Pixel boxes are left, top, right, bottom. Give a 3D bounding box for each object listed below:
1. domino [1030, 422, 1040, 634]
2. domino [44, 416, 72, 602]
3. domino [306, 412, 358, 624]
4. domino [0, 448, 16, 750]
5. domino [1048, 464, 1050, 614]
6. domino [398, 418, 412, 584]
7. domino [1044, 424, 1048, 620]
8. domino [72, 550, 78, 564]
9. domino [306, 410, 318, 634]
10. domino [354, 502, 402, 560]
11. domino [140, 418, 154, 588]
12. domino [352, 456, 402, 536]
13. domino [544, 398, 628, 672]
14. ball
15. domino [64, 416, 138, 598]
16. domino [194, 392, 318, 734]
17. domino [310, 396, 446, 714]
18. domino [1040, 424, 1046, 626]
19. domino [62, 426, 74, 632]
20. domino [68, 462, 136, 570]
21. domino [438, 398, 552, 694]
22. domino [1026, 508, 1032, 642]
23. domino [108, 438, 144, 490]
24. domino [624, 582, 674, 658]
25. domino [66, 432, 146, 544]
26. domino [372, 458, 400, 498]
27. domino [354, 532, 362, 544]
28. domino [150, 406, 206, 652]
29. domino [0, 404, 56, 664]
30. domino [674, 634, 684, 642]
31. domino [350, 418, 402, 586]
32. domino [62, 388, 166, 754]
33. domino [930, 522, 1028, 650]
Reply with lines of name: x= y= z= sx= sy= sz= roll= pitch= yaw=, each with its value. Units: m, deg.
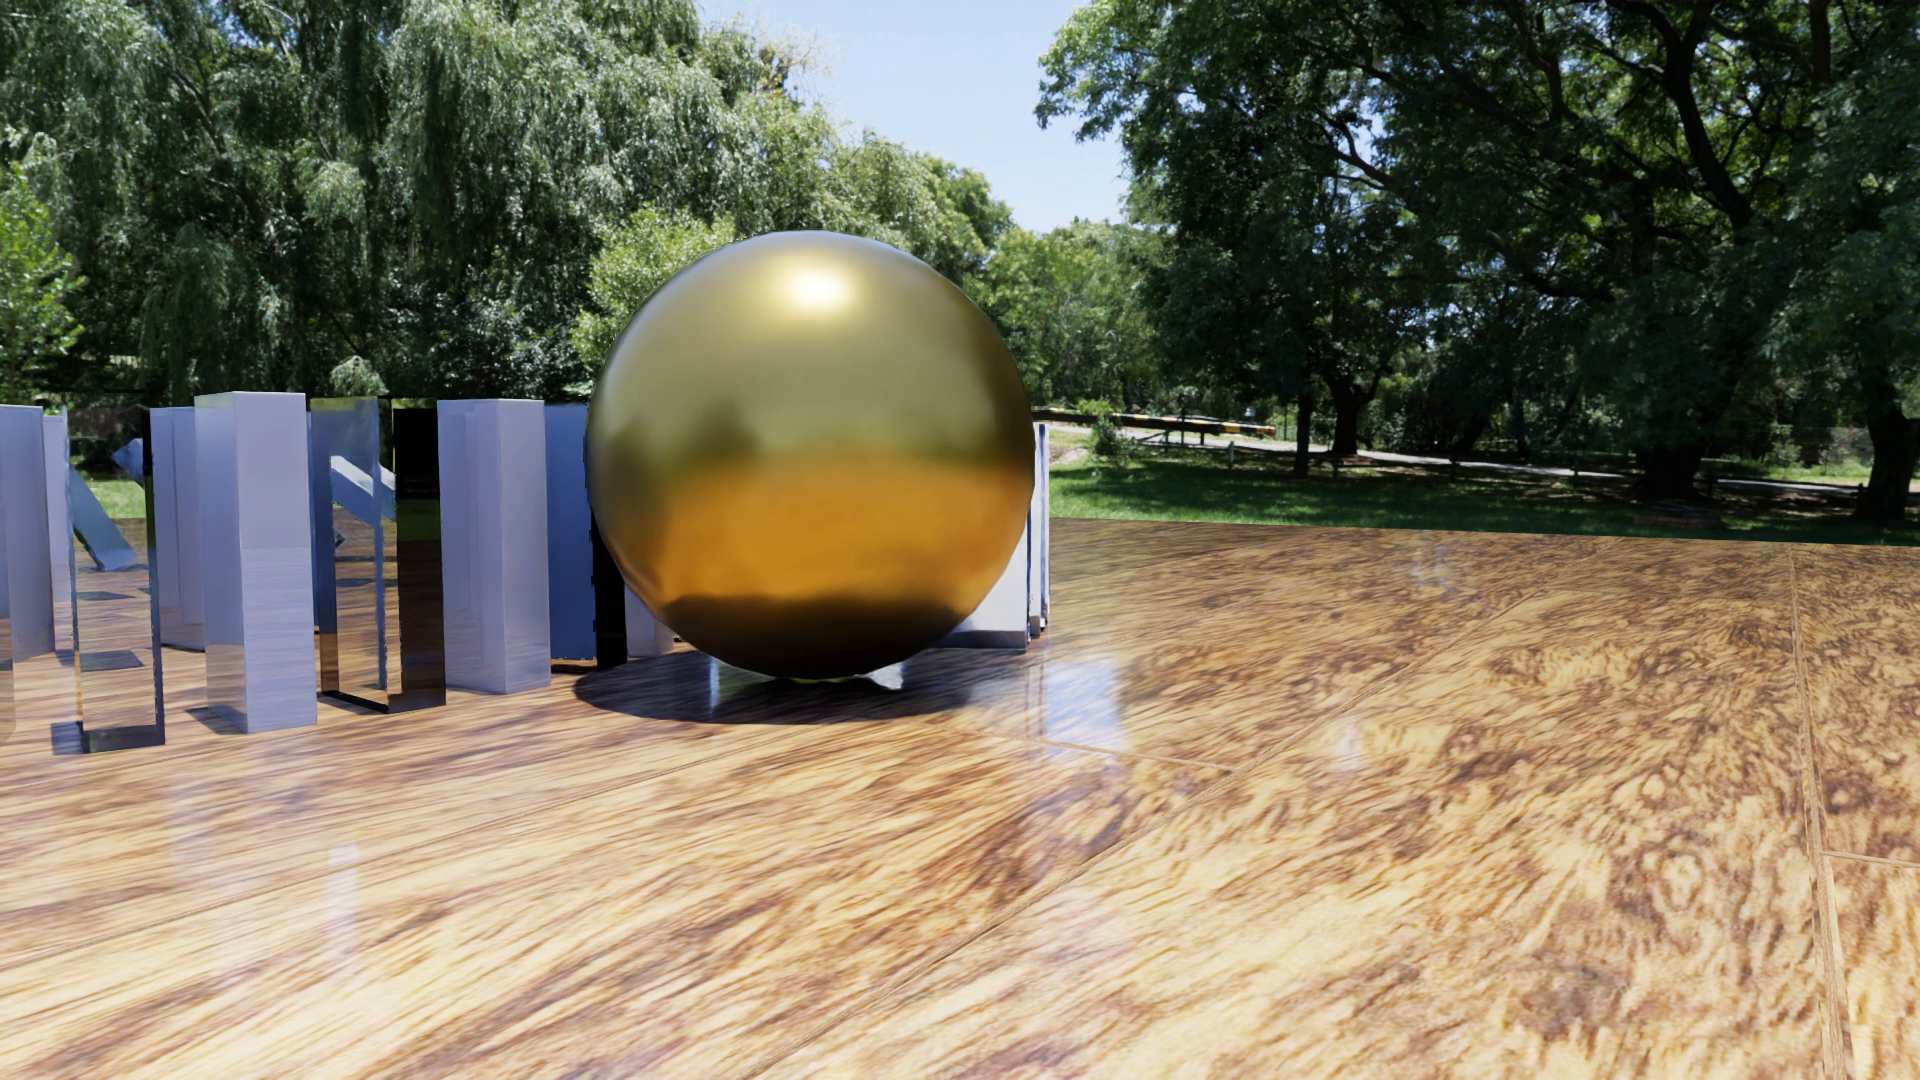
domino: x=0.006 y=-0.003 z=0.296 sx=0.025 sy=0.050 sz=0.010 roll=0 pitch=-28 yaw=3
domino: x=-0.254 y=-0.009 z=0.348 sx=0.025 sy=0.050 sz=0.010 roll=2 pitch=5 yaw=25
domino: x=-0.159 y=-0.005 z=0.306 sx=0.025 sy=0.050 sz=0.010 roll=-1 pitch=4 yaw=-9
domino: x=-0.139 y=0.004 z=0.177 sx=0.010 sy=0.050 sz=0.025 roll=-2 pitch=5 yaw=-29
domino: x=0.010 y=-0.005 z=0.331 sx=0.025 sy=0.050 sz=0.010 roll=0 pitch=-31 yaw=3
domino: x=-0.163 y=-0.012 z=0.398 sx=0.010 sy=0.050 sz=0.025 roll=0 pitch=4 yaw=4
domino: x=0.009 y=-0.005 z=0.318 sx=0.025 sy=0.050 sz=0.010 roll=0 pitch=-28 yaw=3
domino: x=-0.311 y=-0.014 z=0.422 sx=0.025 sy=0.050 sz=0.010 roll=4 pitch=27 yaw=41
domino: x=-0.155 y=-0.004 z=0.288 sx=0.025 sy=0.050 sz=0.009 roll=-1 pitch=4 yaw=-7
domino: x=-0.228 y=-0.013 z=0.477 sx=0.050 sy=0.009 sz=0.025 roll=39 pitch=-3 yaw=-10
domino: x=-0.233 y=-0.011 z=0.378 sx=0.010 sy=0.050 sz=0.025 roll=-4 pitch=6 yaw=-40
domino: x=-0.211 y=-0.012 z=0.481 sx=0.050 sy=0.009 sz=0.025 roll=37 pitch=-1 yaw=-9
domino: x=-0.078 y=-0.001 z=0.243 sx=0.025 sy=0.050 sz=0.009 roll=0 pitch=4 yaw=19
ball: x=-0.026 y=-0.015 z=0.232 sx=0.080 sy=0.080 sz=0.080 roll=0 pitch=4 yaw=0
domino: x=-0.245 y=-0.010 z=0.364 sx=0.025 sy=0.050 sz=0.010 roll=3 pitch=5 yaw=35
domino: x=-0.109 y=0.003 z=0.199 sx=0.010 sy=0.050 sz=0.025 roll=-4 pitch=6 yaw=-42
domino: x=-0.096 y=0.002 z=0.212 sx=0.025 sy=0.050 sz=0.010 roll=4 pitch=6 yaw=41
domino: x=0.008 y=-0.004 z=0.307 sx=0.025 sy=0.050 sz=0.010 roll=0 pitch=-28 yaw=3
domino: x=-0.172 y=-0.002 z=0.257 sx=0.010 sy=0.050 sz=0.025 roll=-3 pitch=5 yaw=-38
domino: x=-0.301 y=-0.014 z=0.434 sx=0.009 sy=0.050 sz=0.025 roll=-38 pitch=27 yaw=-32
domino: x=-0.085 y=0.001 z=0.227 sx=0.025 sy=0.050 sz=0.009 roll=3 pitch=5 yaw=32
domino: x=0.003 y=-0.003 z=0.285 sx=0.025 sy=0.050 sz=0.010 roll=0 pitch=-27 yaw=4
domino: x=-0.276 y=-0.014 z=0.455 sx=0.010 sy=0.050 sz=0.025 roll=-44 pitch=20 yaw=-16
domino: x=-0.072 y=-0.002 z=0.261 sx=0.025 sy=0.050 sz=0.010 roll=1 pitch=4 yaw=10
domino: x=-0.290 y=-0.014 z=0.446 sx=0.010 sy=0.050 sz=0.025 roll=-41 pitch=24 yaw=-24
domino: x=-0.193 y=-0.012 z=0.485 sx=0.050 sy=0.009 sz=0.025 roll=36 pitch=3 yaw=-3
domino: x=-0.245 y=-0.013 z=0.471 sx=0.050 sy=0.009 sz=0.025 roll=42 pitch=-8 yaw=-15
domino: x=-0.159 y=-0.003 z=0.271 sx=0.025 sy=0.050 sz=0.010 roll=3 pitch=5 yaw=34
domino: x=-0.189 y=-0.001 z=0.249 sx=0.010 sy=0.050 sz=0.025 roll=-1 pitch=4 yaw=-10
domino: x=-0.070 y=-0.003 z=0.279 sx=0.025 sy=0.050 sz=0.010 roll=0 pitch=4 yaw=3
domino: x=-0.181 y=-0.012 z=0.397 sx=0.010 sy=0.050 sz=0.025 roll=-1 pitch=4 yaw=-7
domino: x=-0.124 y=0.004 z=0.187 sx=0.010 sy=0.050 sz=0.025 roll=-3 pitch=5 yaw=-36
domino: x=0.002 y=-0.002 z=0.274 sx=0.025 sy=0.050 sz=0.009 roll=0 pitch=-27 yaw=4
